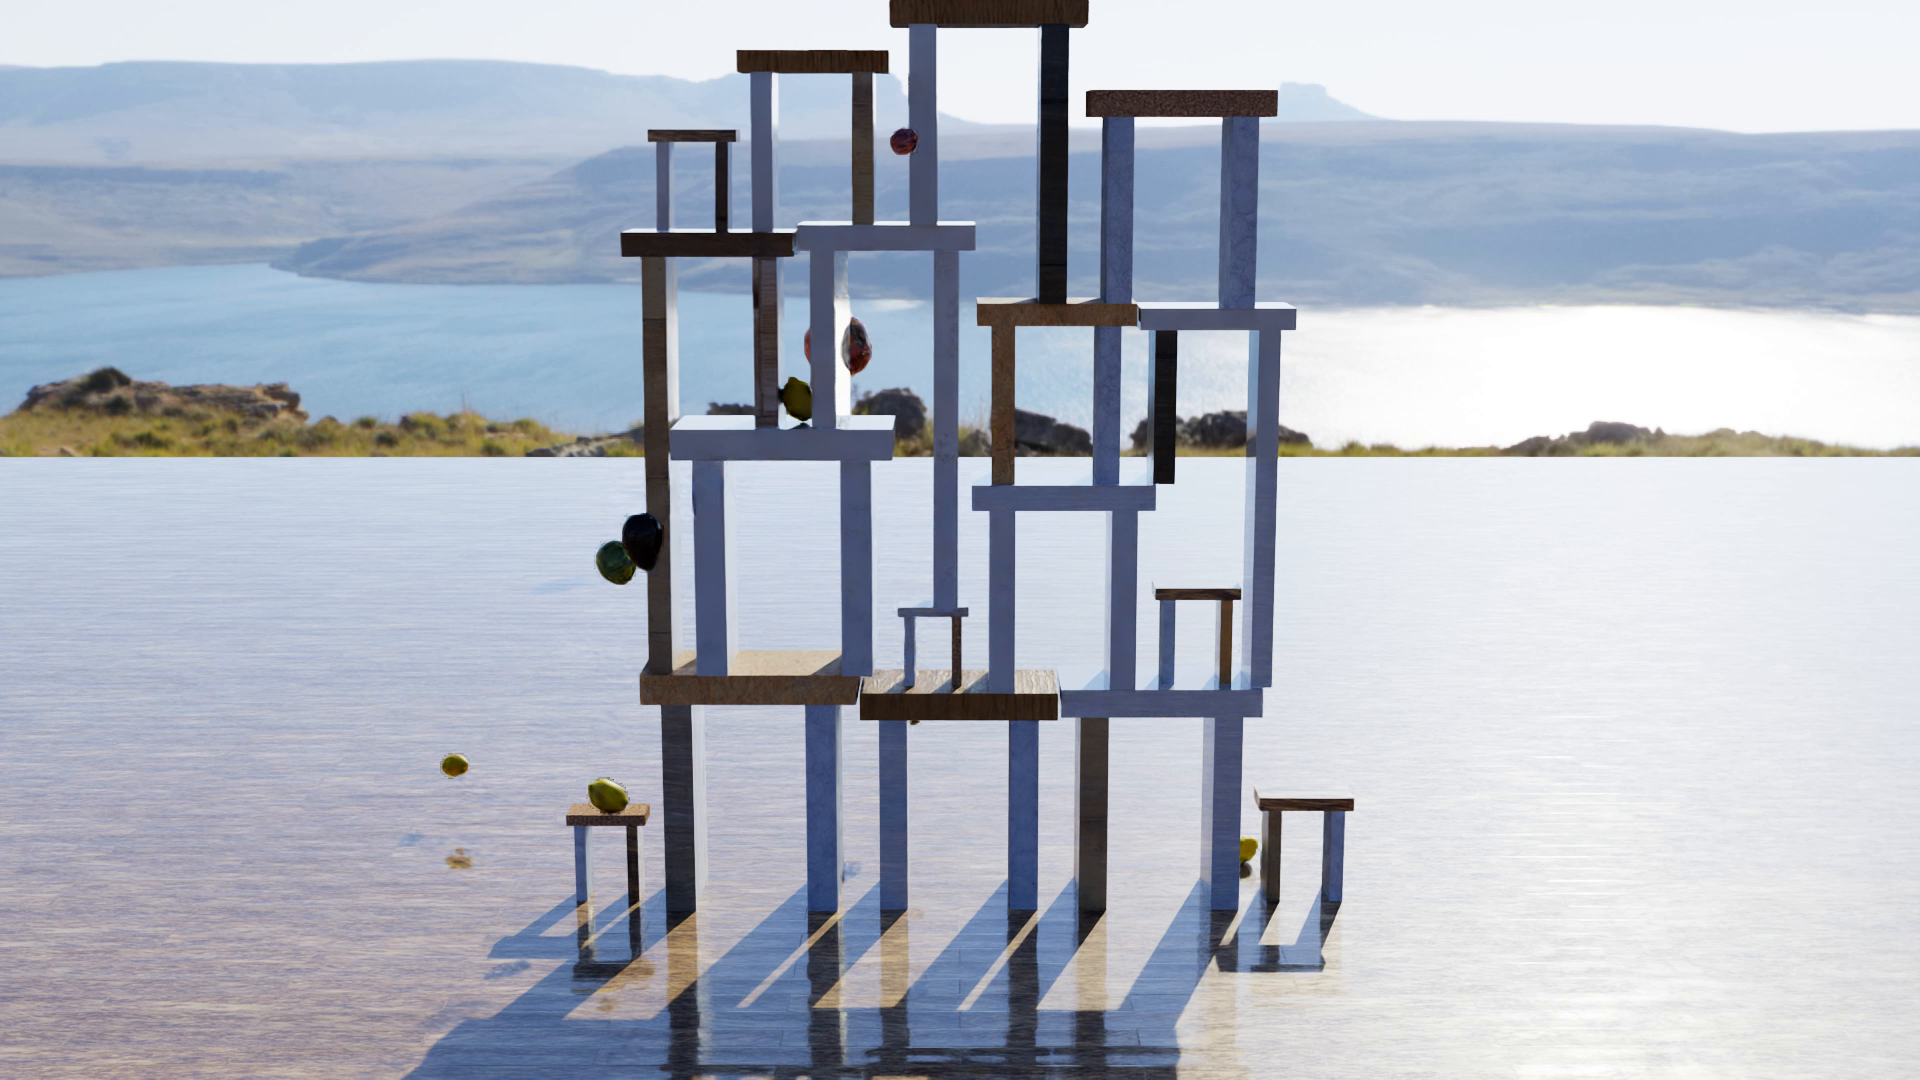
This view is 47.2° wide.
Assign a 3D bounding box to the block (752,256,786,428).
[{"bbox_3d":[-0.303,-0.320,3.500,0.038,0.266,0.133,0,10,0],"label":"block"}]

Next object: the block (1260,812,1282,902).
[{"bbox_3d":[0.517,0.514,3.656,0.022,0.155,0.077,0,11,0],"label":"block"}]

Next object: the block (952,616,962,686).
[{"bbox_3d":[-0.005,0.176,3.594,0.016,0.114,0.057,0,11,0],"label":"block"}]

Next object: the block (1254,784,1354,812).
[{"bbox_3d":[0.568,0.427,3.641,0.155,0.022,0.077,0,11,0],"label":"block"}]

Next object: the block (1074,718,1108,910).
[{"bbox_3d":[0.216,0.430,3.643,0.046,0.324,0.162,0,11,0],"label":"block"}]

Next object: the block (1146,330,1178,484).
[{"bbox_3d":[0.323,-0.219,3.516,0.034,0.243,0.121,0,11,0],"label":"block"}]

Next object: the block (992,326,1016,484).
[{"bbox_3d":[0.069,-0.222,3.517,0.035,0.249,0.125,0,11,0],"label":"block"}]

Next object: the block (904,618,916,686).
[{"bbox_3d":[-0.081,0.176,3.594,0.016,0.114,0.057,0,11,0],"label":"block"}]

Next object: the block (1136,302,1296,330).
[{"bbox_3d":[0.404,-0.355,3.490,0.243,0.034,0.121,0,11,0],"label":"block"}]

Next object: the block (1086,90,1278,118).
[{"bbox_3d":[0.344,-0.682,3.438,0.286,0.041,0.143,0,11,0],"label":"block"}]

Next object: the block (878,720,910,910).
[{"bbox_3d":[-0.108,0.433,3.644,0.045,0.319,0.159,0,11,0],"label":"block"}]

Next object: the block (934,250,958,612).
[{"bbox_3d":[-0.023,-0.179,3.532,0.039,0.574,0.138,0,10,-1],"label":"block"}]

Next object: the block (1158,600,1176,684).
[{"bbox_3d":[0.337,0.159,3.586,0.020,0.139,0.069,0,11,0],"label":"block"}]

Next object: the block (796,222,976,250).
[{"bbox_3d":[-0.115,-0.481,3.475,0.276,0.039,0.138,0,10,0],"label":"block"}]

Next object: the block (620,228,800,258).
[{"bbox_3d":[-0.392,-0.470,3.472,0.266,0.038,0.133,0,10,0],"label":"block"}]

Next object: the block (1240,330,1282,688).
[{"bbox_3d":[0.485,-0.056,3.546,0.034,0.575,0.122,0,11,0],"label":"block"}]

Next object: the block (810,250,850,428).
[{"bbox_3d":[-0.206,-0.323,3.488,0.039,0.276,0.138,1,11,6],"label":"block"}]

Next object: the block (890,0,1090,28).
[{"bbox_3d":[0.044,-0.819,3.409,0.303,0.043,0.152,0,10,0],"label":"block"}]

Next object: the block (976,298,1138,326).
[{"bbox_3d":[0.152,-0.362,3.492,0.249,0.035,0.125,0,11,0],"label":"block"}]

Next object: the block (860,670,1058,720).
[{"bbox_3d":[-0.002,0.254,3.611,0.319,0.045,0.159,0,11,0],"label":"block"}]

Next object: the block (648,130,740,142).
[{"bbox_3d":[-0.416,-0.633,3.443,0.137,0.019,0.068,0,10,0],"label":"block"}]

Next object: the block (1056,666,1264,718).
[{"bbox_3d":[0.325,0.248,3.609,0.324,0.046,0.162,0,11,0],"label":"block"}]

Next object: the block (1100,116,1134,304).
[{"bbox_3d":[0.247,-0.521,3.466,0.041,0.286,0.143,0,11,0],"label":"block"}]

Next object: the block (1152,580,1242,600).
[{"bbox_3d":[0.384,0.081,3.571,0.139,0.020,0.069,0,11,0],"label":"block"}]

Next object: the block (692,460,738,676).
[{"bbox_3d":[-0.395,0.031,3.562,0.049,0.347,0.174,0,11,0],"label":"block"}]

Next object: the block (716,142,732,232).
[{"bbox_3d":[-0.371,-0.556,3.458,0.019,0.137,0.068,1,10,0],"label":"block"}]

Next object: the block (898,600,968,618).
[{"bbox_3d":[-0.044,0.112,3.583,0.114,0.016,0.057,0,11,-1],"label":"block"}]

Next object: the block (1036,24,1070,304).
[{"bbox_3d":[0.145,-0.589,3.452,0.043,0.425,0.152,0,11,0],"label":"block"}]

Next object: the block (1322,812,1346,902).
[{"bbox_3d":[0.621,0.514,3.656,0.022,0.155,0.077,0,11,0],"label":"block"}]

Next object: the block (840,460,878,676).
[{"bbox_3d":[-0.164,0.031,3.561,0.049,0.347,0.174,0,11,0],"label":"block"}]

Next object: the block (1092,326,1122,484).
[{"bbox_3d":[0.235,-0.222,3.518,0.035,0.249,0.125,0,11,0],"label":"block"}]

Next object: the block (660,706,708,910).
[{"bbox_3d":[-0.455,0.419,3.641,0.049,0.347,0.173,0,11,0],"label":"block"}]

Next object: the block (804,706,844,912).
[{"bbox_3d":[-0.224,0.419,3.641,0.049,0.347,0.173,0,11,0],"label":"block"}]

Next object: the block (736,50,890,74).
[{"bbox_3d":[-0.227,-0.745,3.426,0.232,0.033,0.116,0,10,-1],"label":"block"}]

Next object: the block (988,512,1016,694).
[{"bbox_3d":[0.067,0.087,3.572,0.041,0.297,0.145,0,11,0],"label":"block"}]

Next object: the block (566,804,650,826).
[{"bbox_3d":[-0.582,0.455,3.642,0.129,0.018,0.064,0,11,0],"label":"block"}]

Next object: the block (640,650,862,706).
[{"bbox_3d":[-0.339,0.225,3.604,0.347,0.049,0.173,0,11,0],"label":"block"}]

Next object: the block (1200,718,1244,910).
[{"bbox_3d":[0.432,0.430,3.643,0.046,0.324,0.162,0,11,0],"label":"block"}]

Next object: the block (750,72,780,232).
[{"bbox_3d":[-0.306,-0.609,3.450,0.033,0.244,0.116,0,10,0],"label":"block"}]

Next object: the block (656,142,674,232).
[{"bbox_3d":[-0.463,-0.556,3.458,0.019,0.137,0.068,1,10,0],"label":"block"}]

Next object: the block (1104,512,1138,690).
[{"bbox_3d":[0.261,0.084,3.571,0.041,0.291,0.145,0,11,0],"label":"block"}]

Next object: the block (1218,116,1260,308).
[{"bbox_3d":[0.439,-0.518,3.468,0.041,0.293,0.143,0,11,0],"label":"block"}]

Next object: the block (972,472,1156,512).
[{"bbox_3d":[0.164,-0.079,3.541,0.291,0.041,0.145,0,11,0],"label":"block"}]

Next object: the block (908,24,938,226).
[{"bbox_3d":[-0.057,-0.649,3.441,0.043,0.303,0.152,0,10,0],"label":"block"}]

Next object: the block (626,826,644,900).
[{"bbox_3d":[-0.539,0.527,3.655,0.018,0.129,0.064,0,11,0],"label":"block"}]

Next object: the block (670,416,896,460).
[{"bbox_3d":[-0.280,-0.164,3.525,0.347,0.049,0.174,0,11,0],"label":"block"}]

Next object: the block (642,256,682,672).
[{"bbox_3d":[-0.478,-0.125,3.537,0.038,0.663,0.133,0,11,0],"label":"block"}]

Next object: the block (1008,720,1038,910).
[{"bbox_3d":[0.104,0.433,3.644,0.045,0.319,0.159,0,11,0],"label":"block"}]

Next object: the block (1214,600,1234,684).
[{"bbox_3d":[0.430,0.159,3.586,0.020,0.139,0.069,0,11,0],"label":"block"}]

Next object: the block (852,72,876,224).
[{"bbox_3d":[-0.150,-0.614,3.450,0.033,0.232,0.116,0,10,0],"label":"block"}]

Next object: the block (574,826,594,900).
[{"bbox_3d":[-0.625,0.527,3.655,0.018,0.129,0.064,0,11,0],"label":"block"}]
